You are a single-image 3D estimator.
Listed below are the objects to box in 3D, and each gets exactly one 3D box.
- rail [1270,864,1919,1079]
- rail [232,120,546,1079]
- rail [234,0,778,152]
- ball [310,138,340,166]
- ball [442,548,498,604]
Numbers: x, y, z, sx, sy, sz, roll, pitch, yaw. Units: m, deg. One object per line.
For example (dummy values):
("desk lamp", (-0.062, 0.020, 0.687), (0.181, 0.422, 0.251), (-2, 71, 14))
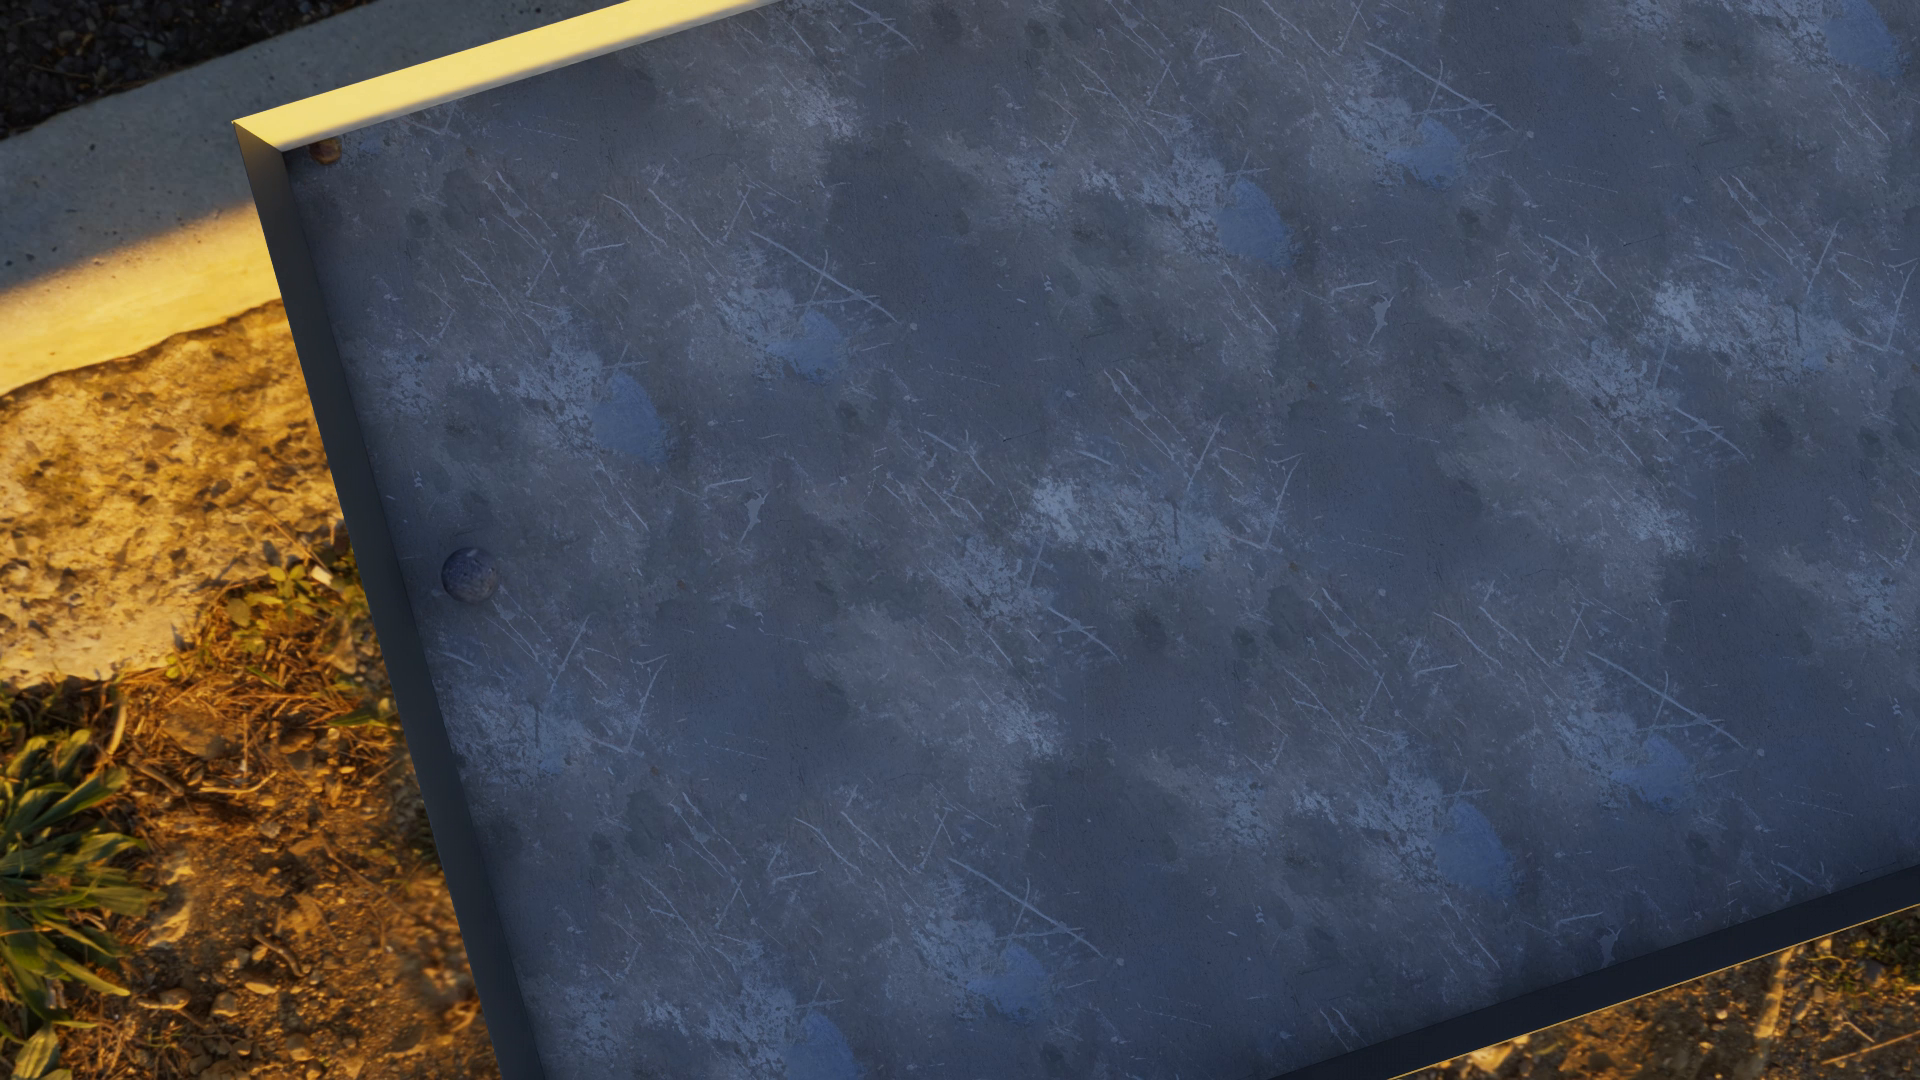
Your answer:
("rail", (1.080, 0.588, 3.158), (3.386, 0.116, 0.045), (-18, 82, -3))
("rail", (-0.784, 0.244, 3.209), (0.045, 0.116, 1.847), (-18, 82, -3))
("rail", (0.532, -1.106, 3.412), (3.386, 0.116, 0.045), (-18, 82, -3))
("ball", (-0.974, -0.597, 3.372), (0.045, 0.045, 0.045), (0, 81, 0))
("ball", (-0.725, 0.053, 3.255), (0.084, 0.084, 0.084), (0, 81, 0))
